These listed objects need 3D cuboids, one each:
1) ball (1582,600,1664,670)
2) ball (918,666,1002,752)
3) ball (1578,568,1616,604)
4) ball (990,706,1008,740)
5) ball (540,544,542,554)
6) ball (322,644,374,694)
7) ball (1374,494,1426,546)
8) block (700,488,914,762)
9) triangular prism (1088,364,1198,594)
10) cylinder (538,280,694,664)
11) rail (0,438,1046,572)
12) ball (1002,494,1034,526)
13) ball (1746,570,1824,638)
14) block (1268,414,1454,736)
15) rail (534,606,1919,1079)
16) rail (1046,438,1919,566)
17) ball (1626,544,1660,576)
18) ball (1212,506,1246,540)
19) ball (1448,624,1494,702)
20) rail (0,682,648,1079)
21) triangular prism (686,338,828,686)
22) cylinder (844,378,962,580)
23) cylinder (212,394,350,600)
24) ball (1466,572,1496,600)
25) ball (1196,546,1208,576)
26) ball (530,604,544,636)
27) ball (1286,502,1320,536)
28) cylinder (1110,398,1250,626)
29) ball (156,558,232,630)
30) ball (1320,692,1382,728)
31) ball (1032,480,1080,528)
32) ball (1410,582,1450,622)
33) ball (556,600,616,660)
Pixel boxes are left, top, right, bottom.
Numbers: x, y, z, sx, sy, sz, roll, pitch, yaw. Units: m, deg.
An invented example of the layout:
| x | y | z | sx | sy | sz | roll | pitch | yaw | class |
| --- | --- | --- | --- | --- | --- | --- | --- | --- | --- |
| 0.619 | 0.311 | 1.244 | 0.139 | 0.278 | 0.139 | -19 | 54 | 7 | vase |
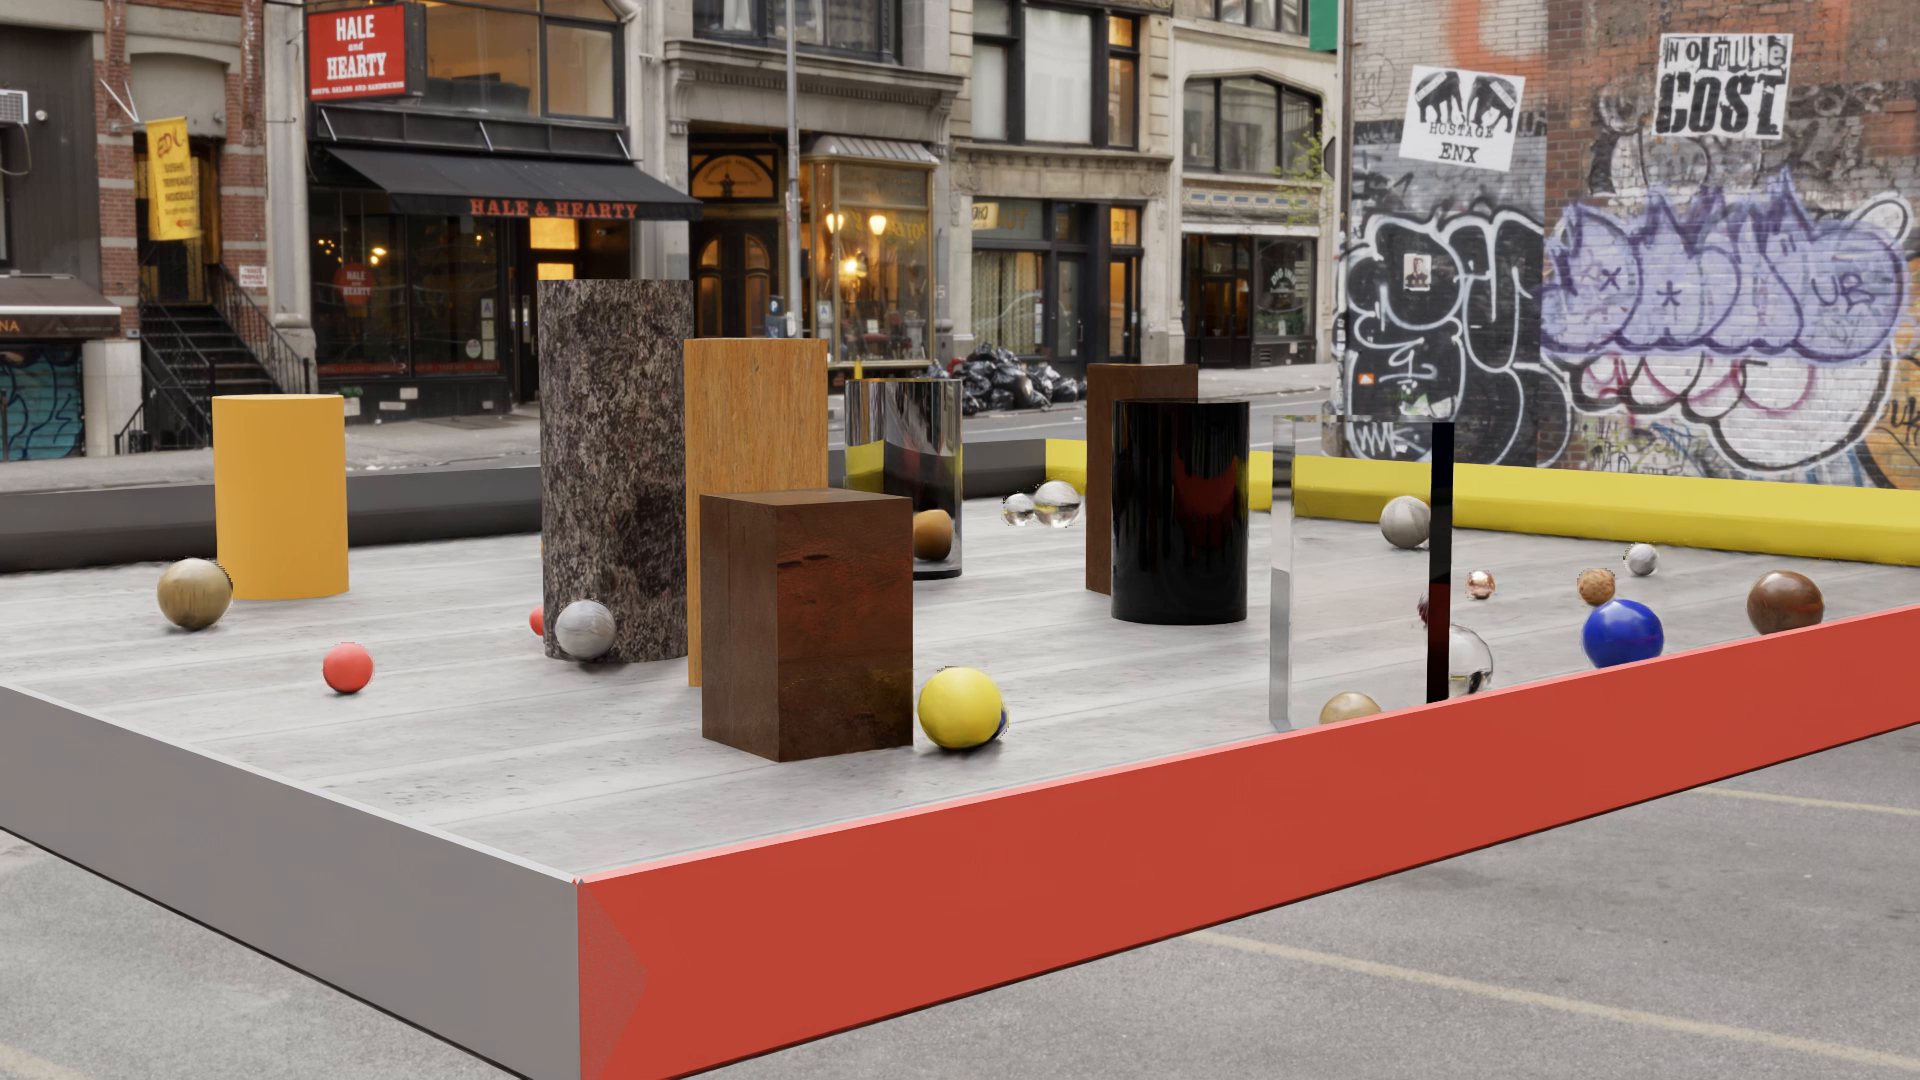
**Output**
| x | y | z | sx | sy | sz | roll | pitch | yaw | class |
| --- | --- | --- | --- | --- | --- | --- | --- | --- | --- |
| 0.805 | 0.120 | 2.671 | 0.096 | 0.096 | 0.096 | 0 | 6 | 0 | ball |
| 0.000 | 0.171 | 2.230 | 0.086 | 0.086 | 0.086 | 0 | 6 | 0 | ball |
| 0.969 | 0.071 | 3.345 | 0.055 | 0.055 | 0.055 | 0 | 6 | 0 | ball |
| 0.027 | 0.186 | 2.291 | 0.045 | 0.045 | 0.045 | 0 | 6 | 0 | ball |
| -0.708 | 0.016 | 3.860 | 0.057 | 0.057 | 0.057 | 0 | 6 | 0 | ball |
| -0.716 | 0.150 | 2.570 | 0.057 | 0.057 | 0.057 | 0 | 6 | 0 | ball |
| 0.840 | -0.039 | 4.194 | 0.099 | 0.099 | 0.099 | 0 | 6 | 0 | ball |
| -0.159 | 0.082 | 2.272 | 0.160 | 0.255 | 0.160 | -4 | 7 | -34 | block |
| 0.264 | -0.097 | 3.476 | 0.150 | 0.361 | 0.173 | 5 | 8 | 38 | triangular prism |
| -0.445 | -0.095 | 2.864 | 0.200 | 0.484 | 0.200 | 0 | 6 | 0 | cylinder |
| -0.942 | -0.072 | 4.347 | 3.185 | 0.130 | 0.045 | -5 | 8 | -42 | rail |
| 0.122 | -0.062 | 4.566 | 0.067 | 0.067 | 0.067 | 0 | 6 | 0 | ball |
| 1.107 | 0.090 | 2.950 | 0.098 | 0.098 | 0.098 | 0 | 6 | 0 | ball |
| 0.417 | 0.039 | 2.308 | 0.160 | 0.333 | 0.160 | 0 | 6 | 0 | block |
| 0.942 | 0.139 | 2.316 | 3.185 | 0.130 | 0.045 | -5 | 8 | -42 | rail |
| 1.153 | -0.076 | 4.390 | 0.045 | 0.130 | 2.825 | -5 | 8 | -42 | rail |
| 1.153 | 0.033 | 3.713 | 0.054 | 0.054 | 0.054 | 0 | 6 | 0 | ball |
| 0.527 | -0.034 | 4.302 | 0.065 | 0.065 | 0.065 | 0 | 6 | 0 | ball |
| 0.546 | 0.142 | 2.455 | 0.097 | 0.097 | 0.097 | 0 | 6 | 0 | ball |
| -1.153 | 0.144 | 2.274 | 0.045 | 0.130 | 2.825 | -5 | 8 | -42 | rail |
| -0.266 | -0.041 | 2.695 | 0.173 | 0.411 | 0.150 | -2 | 6 | -21 | triangular prism |
| -0.095 | -0.106 | 3.722 | 0.200 | 0.329 | 0.200 | 0 | 6 | 0 | cylinder |
| -1.076 | -0.072 | 3.486 | 0.200 | 0.310 | 0.200 | 0 | 6 | 0 | cylinder |
| 0.806 | 0.070 | 3.404 | 0.044 | 0.044 | 0.044 | 0 | 6 | 0 | ball |
| 0.389 | 0.036 | 3.690 | 0.054 | 0.054 | 0.054 | 0 | 6 | 0 | ball |
| -0.563 | 0.110 | 2.989 | 0.044 | 0.044 | 0.044 | 0 | 6 | 0 | ball |
| 0.681 | -0.041 | 4.359 | 0.068 | 0.068 | 0.068 | 0 | 6 | 0 | ball |
| 0.321 | -0.046 | 3.206 | 0.200 | 0.315 | 0.200 | 0 | 6 | 0 | cylinder |
| -1.076 | 0.075 | 3.088 | 0.100 | 0.100 | 0.100 | 0 | 6 | 0 | ball |
| 0.394 | 0.184 | 2.211 | 0.064 | 0.064 | 0.064 | 0 | 6 | 0 | ball |
| 0.199 | -0.074 | 4.531 | 0.099 | 0.099 | 0.099 | 0 | 6 | 0 | ball |
| 0.676 | 0.088 | 3.165 | 0.058 | 0.058 | 0.058 | 0 | 6 | 0 | ball |
| -0.468 | 0.112 | 2.750 | 0.075 | 0.075 | 0.075 | 0 | 6 | 0 | ball |
